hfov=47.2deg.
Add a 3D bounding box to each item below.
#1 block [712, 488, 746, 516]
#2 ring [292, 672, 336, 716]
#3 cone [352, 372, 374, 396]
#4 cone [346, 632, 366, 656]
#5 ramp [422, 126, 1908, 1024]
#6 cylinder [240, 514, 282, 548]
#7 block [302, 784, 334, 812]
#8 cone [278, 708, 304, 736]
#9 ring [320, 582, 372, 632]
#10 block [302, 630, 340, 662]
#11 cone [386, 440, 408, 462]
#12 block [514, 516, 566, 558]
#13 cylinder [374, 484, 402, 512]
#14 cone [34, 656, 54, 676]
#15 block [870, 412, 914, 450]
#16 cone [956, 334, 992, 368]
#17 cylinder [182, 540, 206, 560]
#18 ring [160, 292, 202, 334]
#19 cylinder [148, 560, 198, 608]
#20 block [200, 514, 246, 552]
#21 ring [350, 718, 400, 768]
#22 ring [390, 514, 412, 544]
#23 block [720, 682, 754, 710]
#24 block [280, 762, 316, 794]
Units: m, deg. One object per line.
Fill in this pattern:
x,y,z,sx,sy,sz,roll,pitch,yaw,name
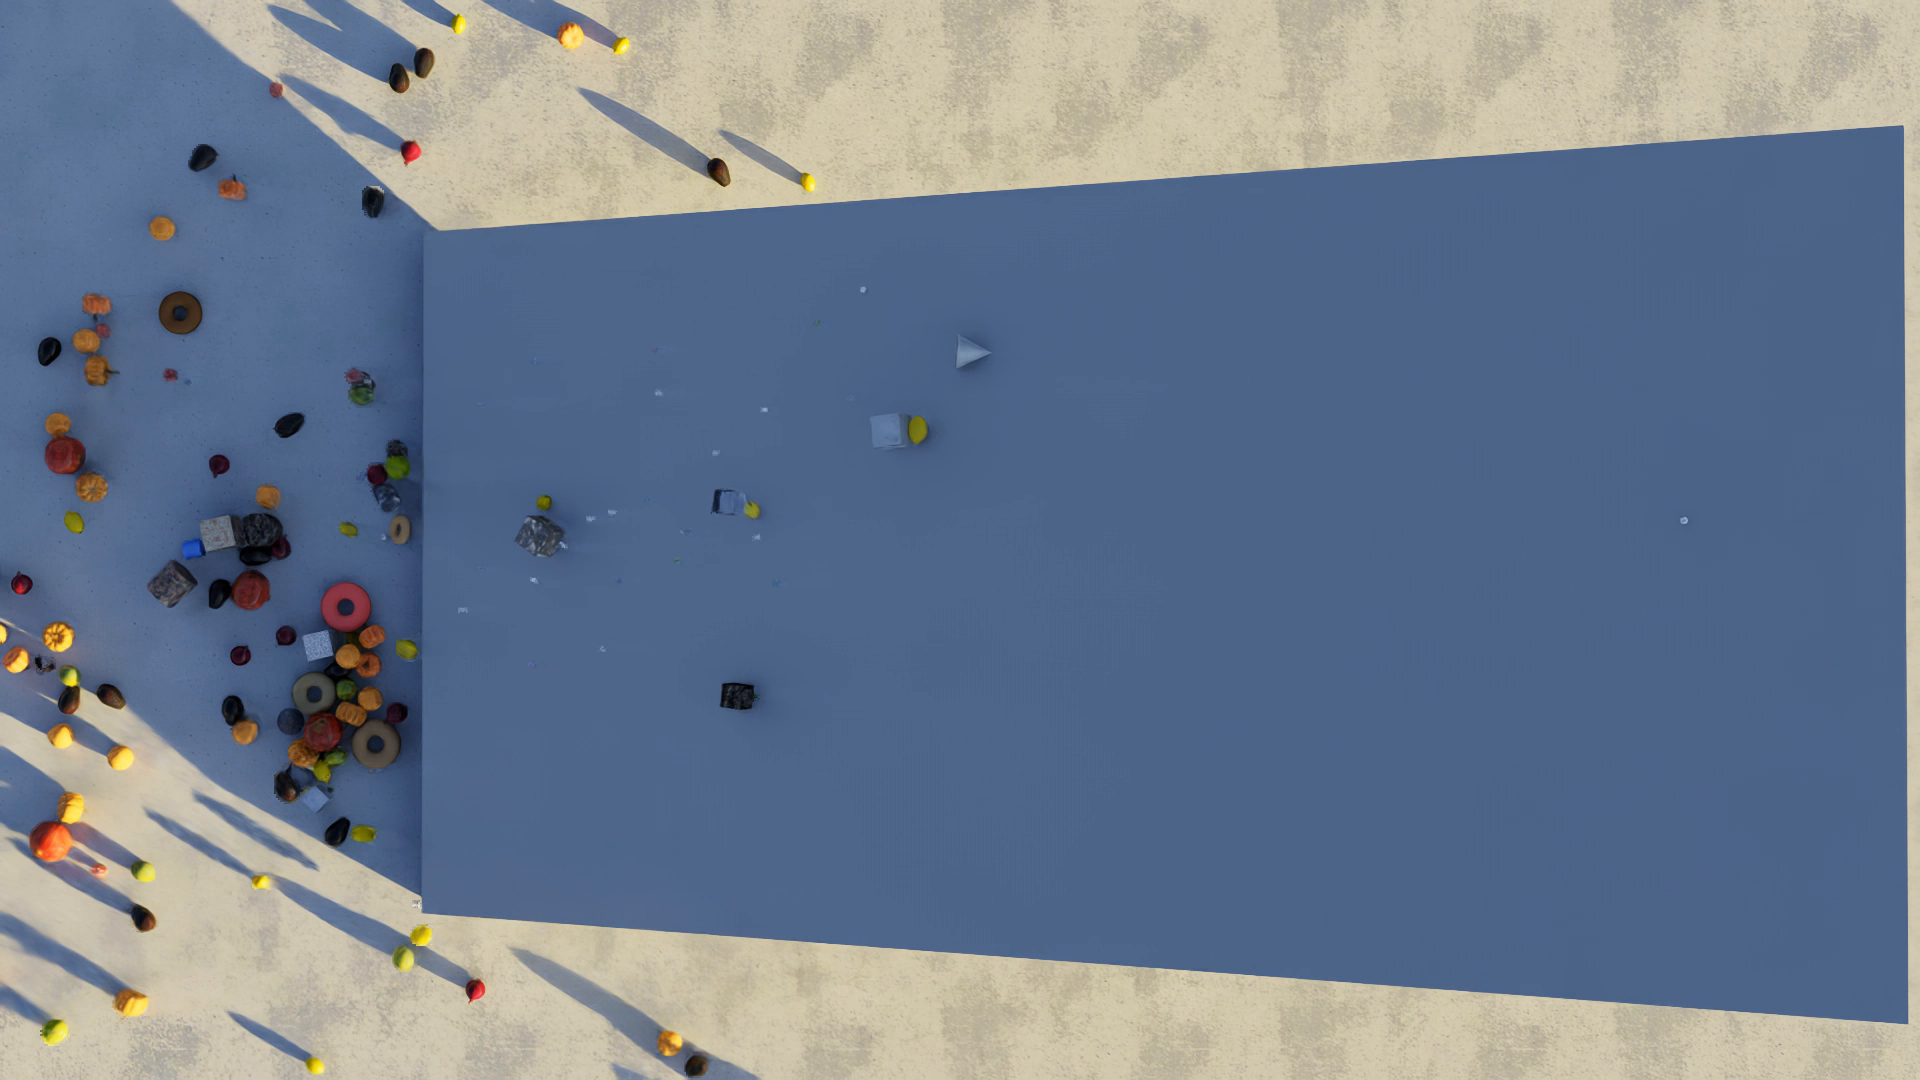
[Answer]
-0.632,-0.103,6.020,0.064,0.064,0.064,11,93,23,block
-1.913,0.456,6.520,0.134,0.045,0.134,0,89,1,ring
-1.778,-0.466,6.519,0.069,0.069,0.069,0,89,0,cone
-1.806,0.319,6.529,0.066,0.066,0.066,38,116,0,cone
0.283,0.085,5.718,4.000,0.100,2.000,0,89,23,ramp
-2.066,-0.028,6.497,0.099,0.099,0.099,0,89,-2,cylinder
-1.899,0.765,6.509,0.058,0.058,0.058,44,89,0,block
-1.991,0.540,6.500,0.082,0.082,0.082,0,89,0,cone
-1.821,0.199,6.520,0.150,0.050,0.150,0,91,0,ring
-1.888,0.311,6.505,0.077,0.077,0.077,-14,89,0,block
-1.679,-0.260,6.512,0.065,0.065,0.065,1,99,7,cone
-1.193,-0.010,6.246,0.084,0.084,0.084,34,102,20,block
-1.693,-0.126,6.506,0.061,0.061,0.061,-37,52,0,cylinder
-2.729,0.386,6.530,0.057,0.057,0.057,40,119,0,cone
-0.179,-0.288,5.820,0.083,0.083,0.083,-7,86,23,block
0.037,-0.491,5.753,0.093,0.093,0.093,2,89,-3,cone
-2.272,0.028,6.522,0.051,0.051,0.051,-10,89,0,cylinder
-2.317,-0.675,6.535,0.128,0.043,0.128,0,90,0,ring
-2.326,0.131,6.496,0.100,0.100,0.100,-44,89,0,cylinder
-2.180,-0.019,6.502,0.091,0.091,0.091,-12,89,0,block
-1.731,0.604,6.516,0.149,0.050,0.149,0,90,0,ring
-1.657,-0.032,6.513,0.089,0.030,0.089,-4,85,42,ring
-0.609,0.426,6.004,0.064,0.064,0.064,6,92,23,block
-1.961,0.703,6.507,0.064,0.064,0.064,33,89,0,block
